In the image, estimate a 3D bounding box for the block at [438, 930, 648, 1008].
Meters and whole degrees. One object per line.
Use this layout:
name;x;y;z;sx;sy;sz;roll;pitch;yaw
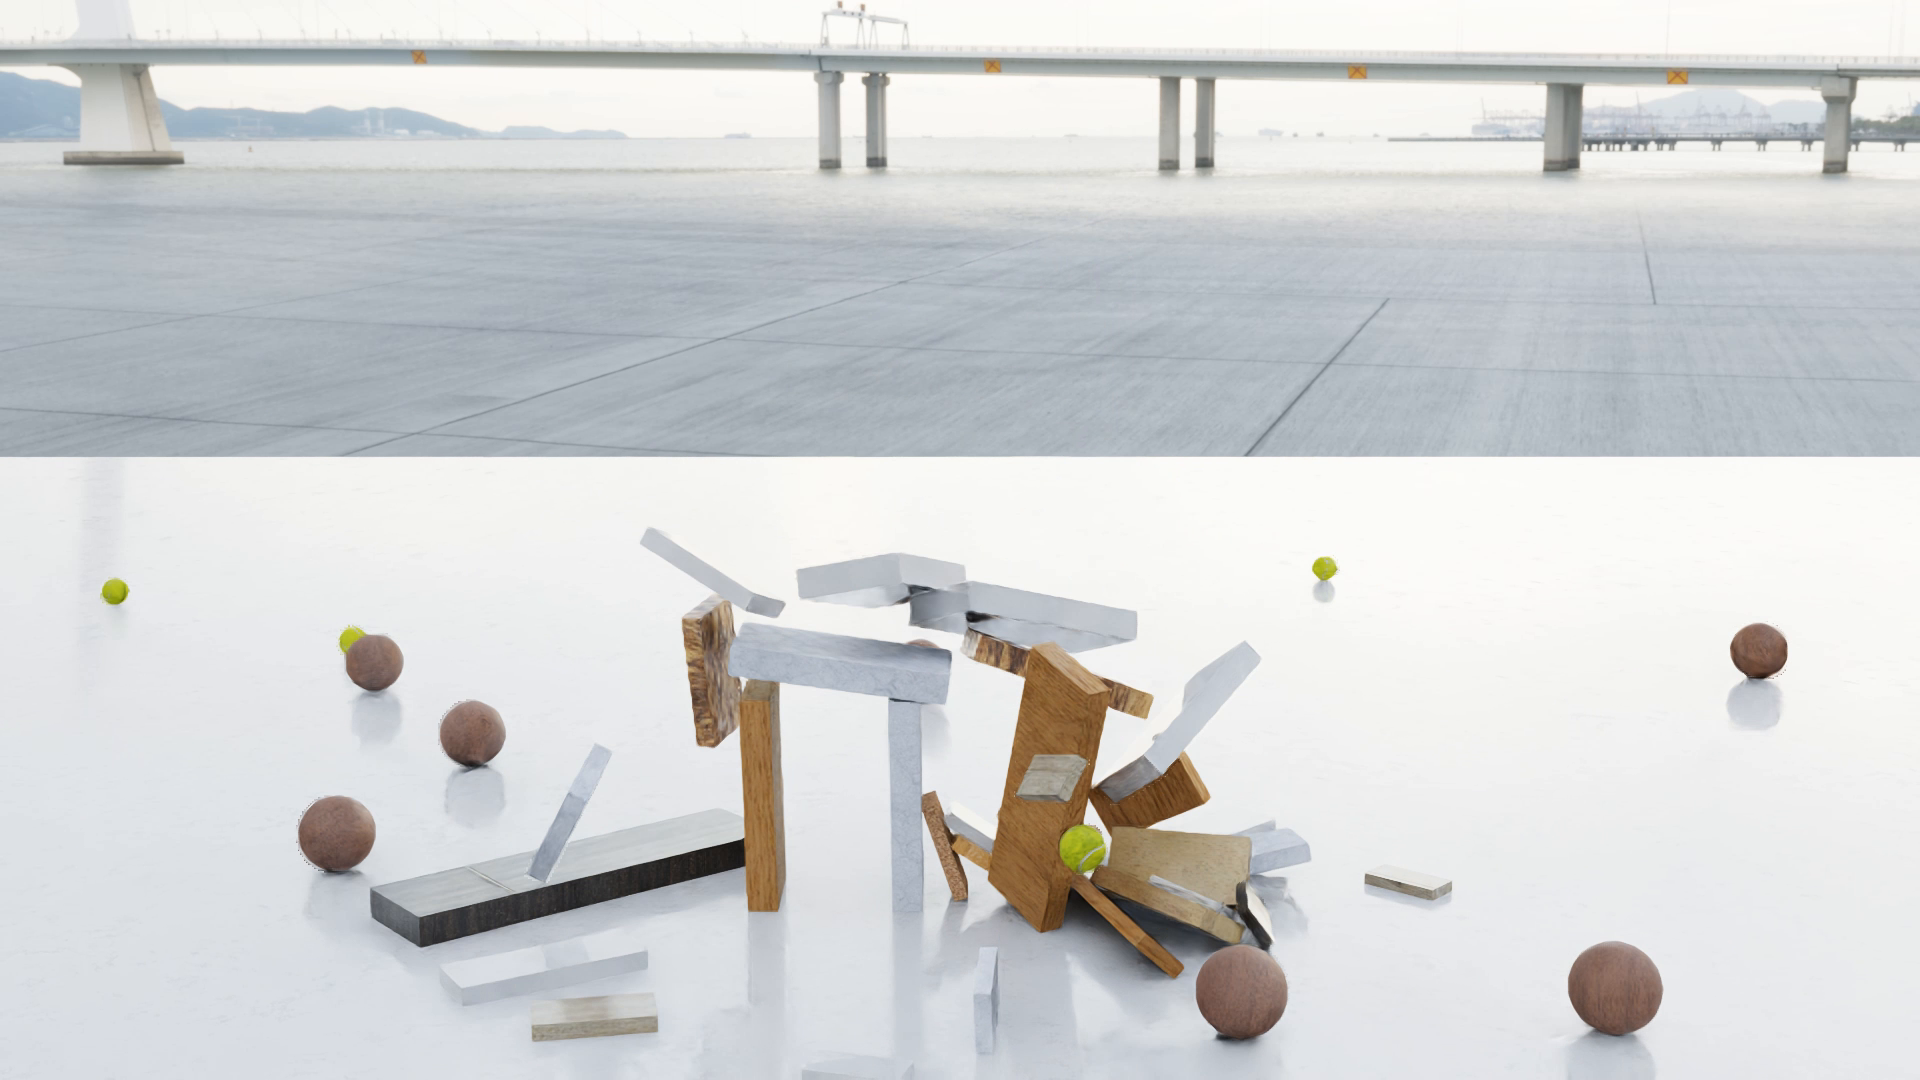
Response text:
block;-0.625;0.642;3.307;0.291;0.029;0.104;-6;12;-30

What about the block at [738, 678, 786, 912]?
block;-0.325;0.416;3.638;0.050;0.353;0.176;-1;11;0

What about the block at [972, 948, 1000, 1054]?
block;0.038;0.649;3.107;0.025;0.088;0.176;-2;10;4

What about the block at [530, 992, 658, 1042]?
block;-0.521;0.678;3.128;0.176;0.025;0.088;-2;11;-11

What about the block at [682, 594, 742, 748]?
block;-0.411;0.218;3.678;0.033;0.230;0.115;3;20;21

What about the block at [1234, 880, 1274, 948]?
block;0.466;0.591;3.481;0.019;0.068;0.136;-36;6;10

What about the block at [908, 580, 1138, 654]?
block;0.109;0.134;3.735;0.353;0.050;0.176;11;-16;-34

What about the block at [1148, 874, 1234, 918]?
block;0.371;0.576;3.539;0.130;0.018;0.065;20;-10;27

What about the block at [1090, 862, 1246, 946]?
block;0.326;0.575;3.475;0.230;0.033;0.115;16;-11;44

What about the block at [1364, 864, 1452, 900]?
block;0.754;0.575;3.699;0.130;0.018;0.065;9;14;41

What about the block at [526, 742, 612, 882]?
block;-0.628;0.440;3.542;0.033;0.230;0.115;28;40;-5

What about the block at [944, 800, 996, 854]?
block;0.051;0.498;3.666;0.167;0.024;0.084;33;8;-2

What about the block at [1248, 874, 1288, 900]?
block;0.480;0.579;3.679;0.130;0.018;0.065;3;11;15

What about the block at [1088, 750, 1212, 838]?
block;0.331;0.450;3.891;0.208;0.104;0.029;-28;3;34

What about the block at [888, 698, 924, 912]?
block;-0.088;0.416;3.638;0.050;0.353;0.176;-1;11;0

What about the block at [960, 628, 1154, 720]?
block;0.158;0.220;3.629;0.303;0.043;0.152;20;0;-8

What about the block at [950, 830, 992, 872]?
block;0.061;0.535;3.660;0.167;0.024;0.084;33;8;-6

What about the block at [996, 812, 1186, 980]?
block;0.201;0.564;3.597;0.088;0.025;0.670;42;-4;-20

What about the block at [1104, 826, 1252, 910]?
block;0.361;0.540;3.625;0.230;0.115;0.033;3;-23;15

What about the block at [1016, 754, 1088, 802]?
block;0.135;0.353;3.262;0.019;0.068;0.136;33;-18;-19

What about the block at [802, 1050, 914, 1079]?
block;-0.137;0.714;2.951;0.136;0.019;0.068;3;11;16

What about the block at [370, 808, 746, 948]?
block;-0.637;0.559;3.698;0.673;0.050;0.176;-9;14;-39

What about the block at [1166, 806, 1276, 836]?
block;0.463;0.524;3.942;0.104;0.029;0.208;10;15;43

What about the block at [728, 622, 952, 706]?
block;-0.192;0.200;3.598;0.353;0.050;0.176;8;10;0

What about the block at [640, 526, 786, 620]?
block;-0.403;0.054;3.589;0.230;0.033;0.115;31;4;24

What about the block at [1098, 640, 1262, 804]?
block;0.356;0.292;3.550;0.303;0.043;0.152;-43;0;-36

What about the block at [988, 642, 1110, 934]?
block;0.136;0.391;3.454;0.043;0.444;0.152;-9;32;-33

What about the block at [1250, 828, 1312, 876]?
block;0.464;0.538;3.713;0.229;0.033;0.115;-12;8;-8

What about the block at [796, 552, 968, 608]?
block;-0.125;0.070;3.678;0.176;0.050;0.353;-10;-7;17

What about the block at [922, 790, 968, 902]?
block;-0.025;0.508;3.655;0.024;0.167;0.084;-19;10;3
